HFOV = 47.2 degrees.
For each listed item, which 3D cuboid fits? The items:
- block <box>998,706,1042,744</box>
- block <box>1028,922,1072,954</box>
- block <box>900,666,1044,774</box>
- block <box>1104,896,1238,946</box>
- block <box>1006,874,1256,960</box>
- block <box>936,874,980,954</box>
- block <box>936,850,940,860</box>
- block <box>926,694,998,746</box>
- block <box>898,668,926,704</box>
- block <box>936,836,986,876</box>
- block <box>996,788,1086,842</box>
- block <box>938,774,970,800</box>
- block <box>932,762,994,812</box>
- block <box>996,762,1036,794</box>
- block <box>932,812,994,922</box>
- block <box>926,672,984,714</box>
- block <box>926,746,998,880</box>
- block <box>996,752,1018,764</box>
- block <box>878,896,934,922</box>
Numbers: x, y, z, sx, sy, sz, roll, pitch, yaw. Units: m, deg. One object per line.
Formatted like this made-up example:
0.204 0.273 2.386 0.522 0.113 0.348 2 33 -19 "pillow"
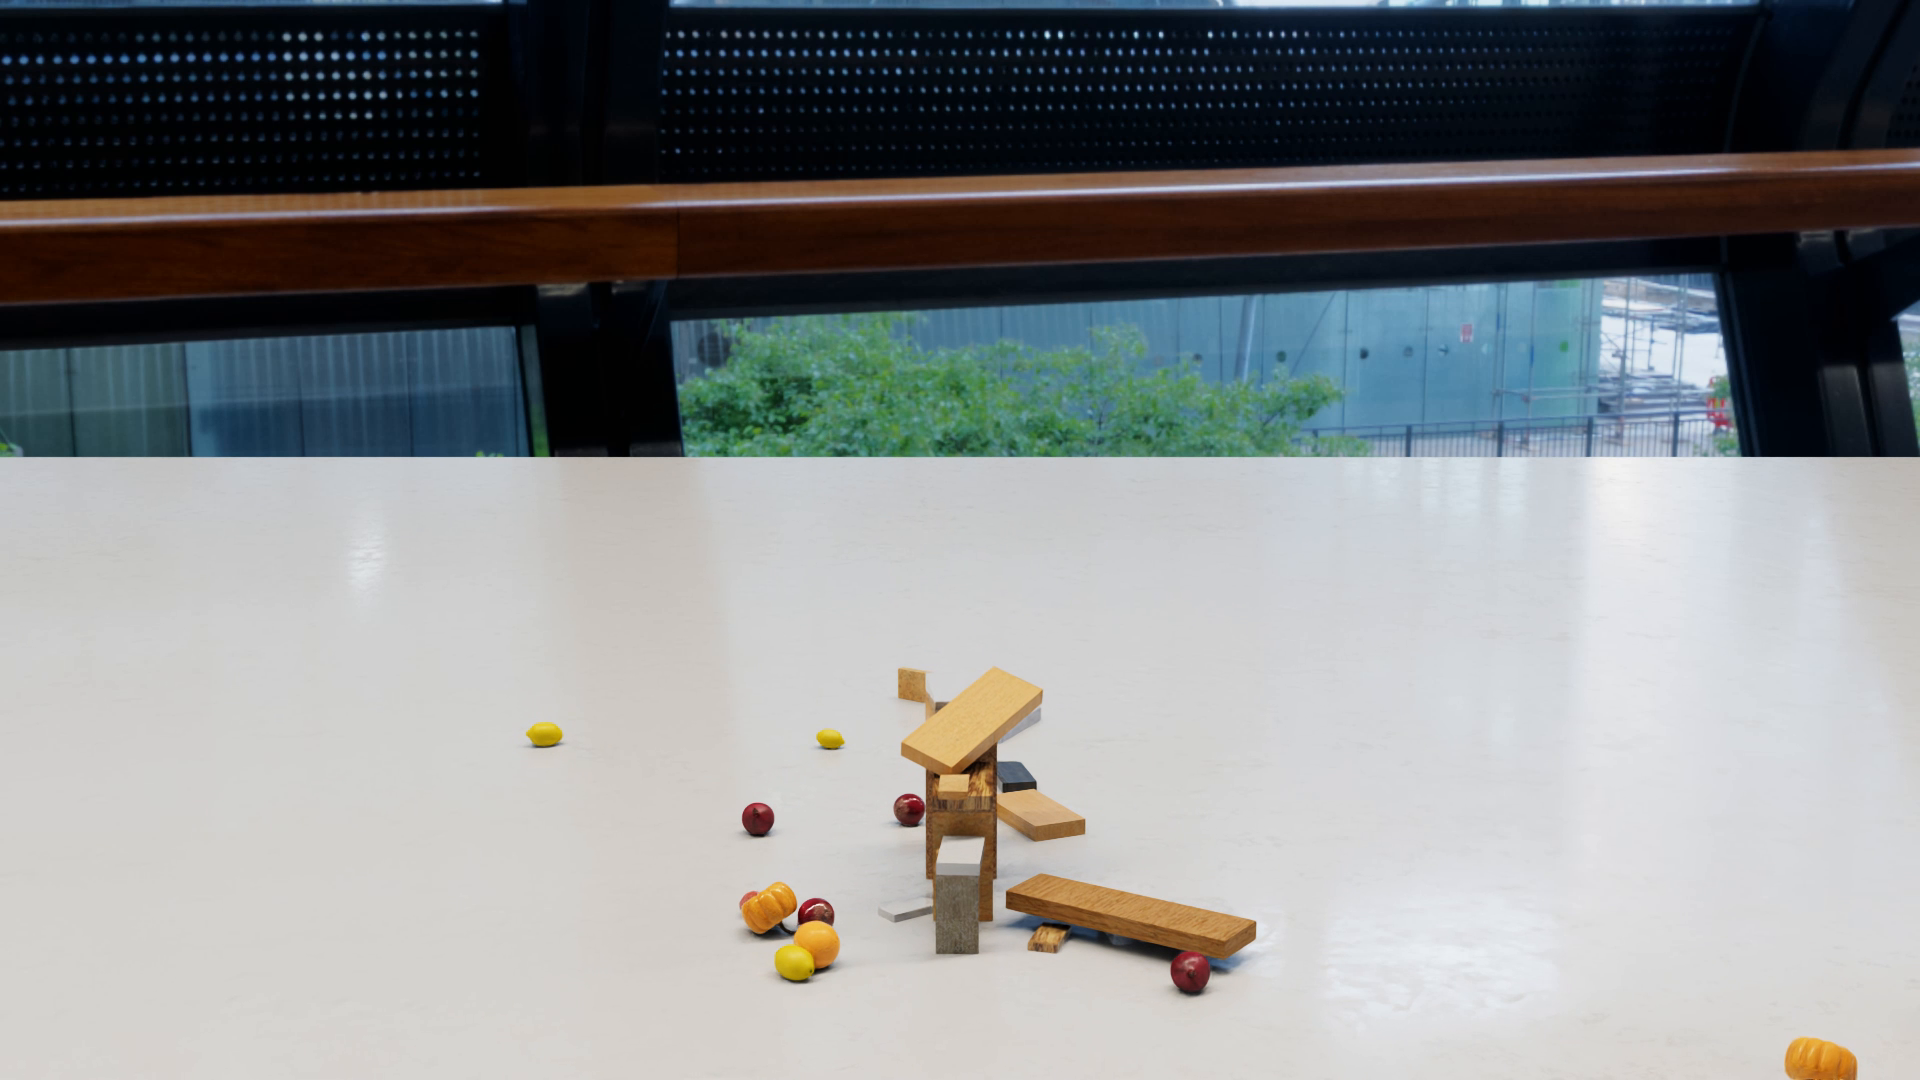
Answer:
0.083 0.388 4.677 0.104 0.030 0.209 5 12 25 "block"
0.141 0.624 3.450 0.046 0.013 0.093 3 11 17 "block"
0.022 0.302 3.649 0.102 0.029 0.260 24 40 28 "block"
0.333 0.606 3.502 0.209 0.030 0.104 -2 11 -10 "block"
0.264 0.587 3.444 0.392 0.030 0.104 7 13 34 "block"
-0.004 0.573 3.396 0.067 0.133 0.019 0 11 0 "block"
-0.005 0.556 3.485 0.067 0.133 0.019 0 10 0 "block"
0.001 0.306 3.787 0.120 0.034 0.240 0 10 -1 "block"
-0.079 0.327 4.897 0.136 0.068 0.019 8 13 36 "block"
0.002 0.491 3.422 0.067 0.019 0.133 1 10 4 "block"
0.137 0.505 4.046 0.102 0.029 0.204 -5 12 -25 "block"
-0.010 0.392 3.492 0.046 0.013 0.093 0 11 2 "block"
0.006 0.399 3.562 0.096 0.027 0.192 0 11 1 "block"
0.101 0.464 4.297 0.068 0.019 0.136 -2 11 -11 "block"
0.005 0.518 3.528 0.096 0.192 0.027 0 16 0 "block"
-0.001 0.268 3.820 0.102 0.029 0.204 -1 10 -5 "block"
0.002 0.455 3.735 0.120 0.240 0.034 0 10 0 "block"
0.045 0.443 4.406 0.136 0.019 0.068 0 11 -2 "block"
-0.082 0.600 3.577 0.093 0.013 0.046 -8 13 -36 "block"
